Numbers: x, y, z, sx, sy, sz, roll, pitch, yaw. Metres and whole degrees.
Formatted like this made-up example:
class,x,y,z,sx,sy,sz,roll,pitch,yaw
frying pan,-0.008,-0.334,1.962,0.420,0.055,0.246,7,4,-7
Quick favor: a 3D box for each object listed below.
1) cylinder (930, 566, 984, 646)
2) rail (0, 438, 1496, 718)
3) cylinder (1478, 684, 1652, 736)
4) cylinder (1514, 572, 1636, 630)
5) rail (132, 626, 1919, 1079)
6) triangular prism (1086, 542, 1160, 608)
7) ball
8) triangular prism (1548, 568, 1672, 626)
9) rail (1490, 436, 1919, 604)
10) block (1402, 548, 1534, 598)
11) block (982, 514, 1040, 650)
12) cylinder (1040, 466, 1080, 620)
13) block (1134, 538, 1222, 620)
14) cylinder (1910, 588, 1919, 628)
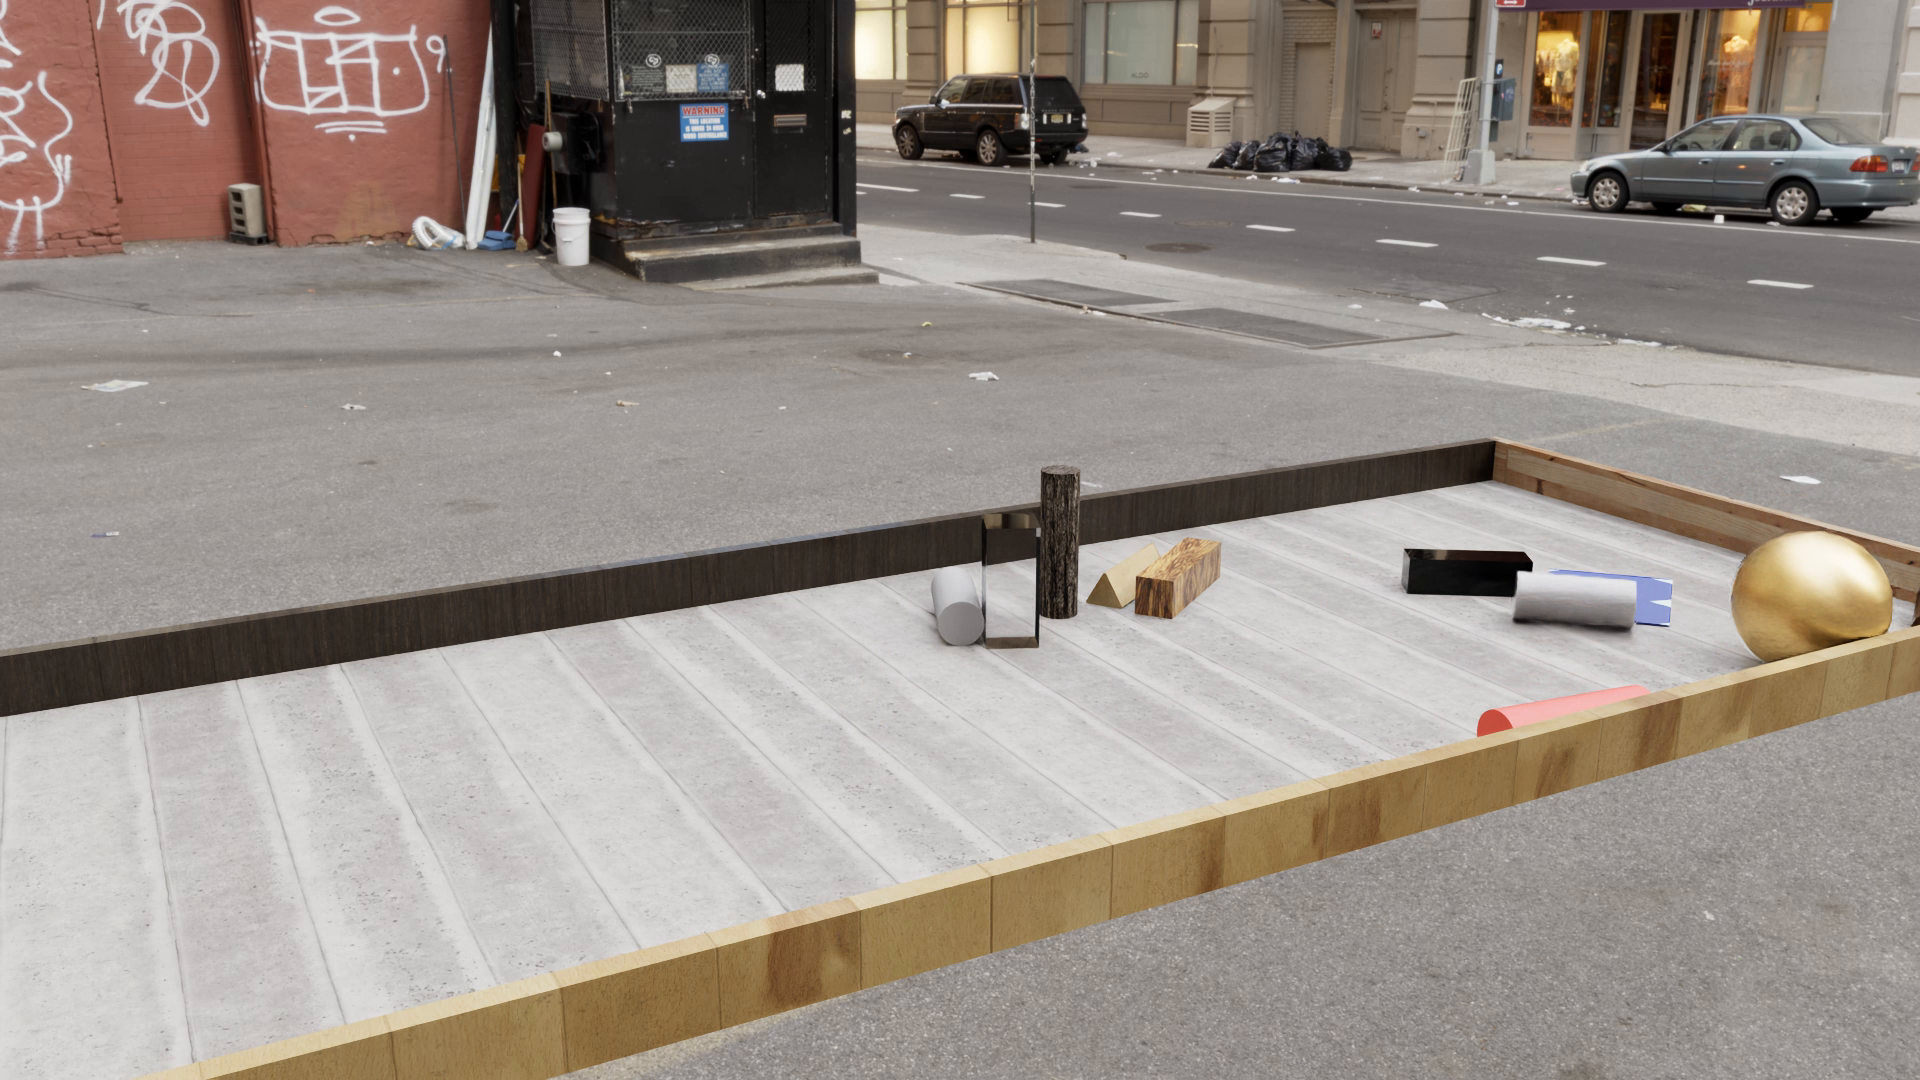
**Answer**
class,x,y,z,sx,sy,sz,roll,pitch,yaw
cylinder,-0.009,0.179,4.527,0.124,0.124,0.313,-1,16,-4
rail,-3.305,0.497,3.399,12.000,0.150,0.050,-9,18,-27
cylinder,1.367,0.418,3.699,0.401,0.133,0.133,-6,18,-21
cylinder,1.693,0.166,4.550,0.306,0.135,0.135,5,17,16
rail,-2.336,1.006,1.665,12.000,0.150,0.050,-9,18,-27
triangular prism,0.497,0.097,4.845,0.112,0.097,0.351,9,19,28
ball,2.148,0.159,4.166,0.366,0.366,0.366,0,16,0
triangular prism,1.819,0.150,4.628,0.322,0.115,0.133,5,17,17
rail,2.466,-0.048,5.253,0.050,0.150,2.100,-9,18,-27
block,1.484,0.096,4.837,0.348,0.108,0.108,2,16,5
block,0.134,0.109,4.393,0.141,0.332,0.141,-1,17,-4
cylinder,0.277,0.006,4.596,0.108,0.416,0.108,0,16,0
block,0.638,0.106,4.796,0.111,0.111,0.433,8,18,25
cylinder,2.635,0.203,4.421,0.138,0.138,0.378,10,19,31
